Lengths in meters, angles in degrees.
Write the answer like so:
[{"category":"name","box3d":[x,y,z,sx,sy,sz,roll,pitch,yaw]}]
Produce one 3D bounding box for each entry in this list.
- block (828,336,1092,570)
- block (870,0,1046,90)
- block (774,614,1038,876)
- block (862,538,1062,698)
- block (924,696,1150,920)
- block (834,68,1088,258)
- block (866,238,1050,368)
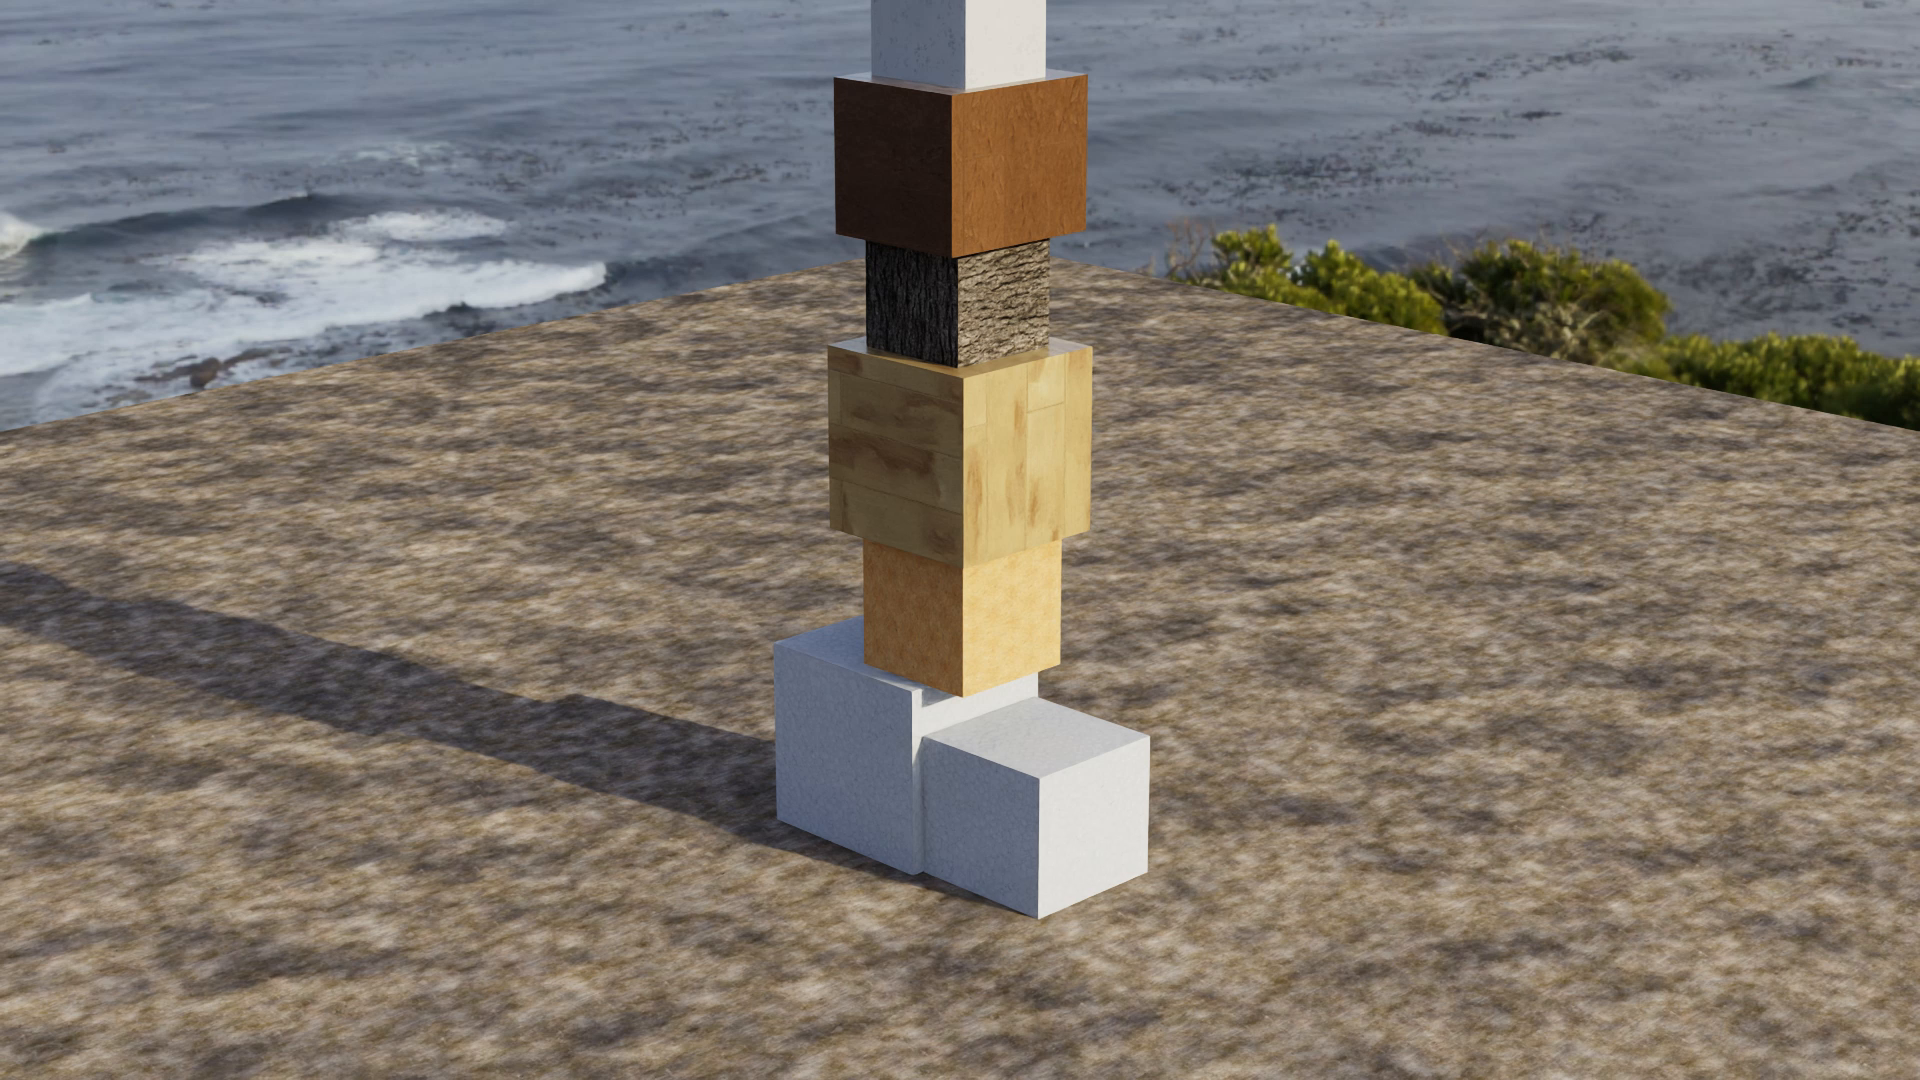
[{"category":"block","box3d":[-0.001,-0.458,13.197,0.813,0.856,0.859,-17,24,-42]},{"category":"block","box3d":[-0.008,-2.279,12.617,0.488,0.563,0.577,-17,24,-42]},{"category":"block","box3d":[-0.256,0.924,13.907,0.823,0.898,0.938,-17,24,-42]},{"category":"block","box3d":[0.010,0.259,13.433,0.634,0.654,0.645,-17,24,-42]},{"category":"block","box3d":[0.349,1.208,13.384,0.727,0.671,0.723,-17,24,-42]},{"category":"block","box3d":[0.005,-1.685,12.817,0.835,0.689,0.724,-17,24,-42]},{"category":"block","box3d":[-0.011,-1.108,12.982,0.571,0.512,0.578,-17,24,-42]}]
